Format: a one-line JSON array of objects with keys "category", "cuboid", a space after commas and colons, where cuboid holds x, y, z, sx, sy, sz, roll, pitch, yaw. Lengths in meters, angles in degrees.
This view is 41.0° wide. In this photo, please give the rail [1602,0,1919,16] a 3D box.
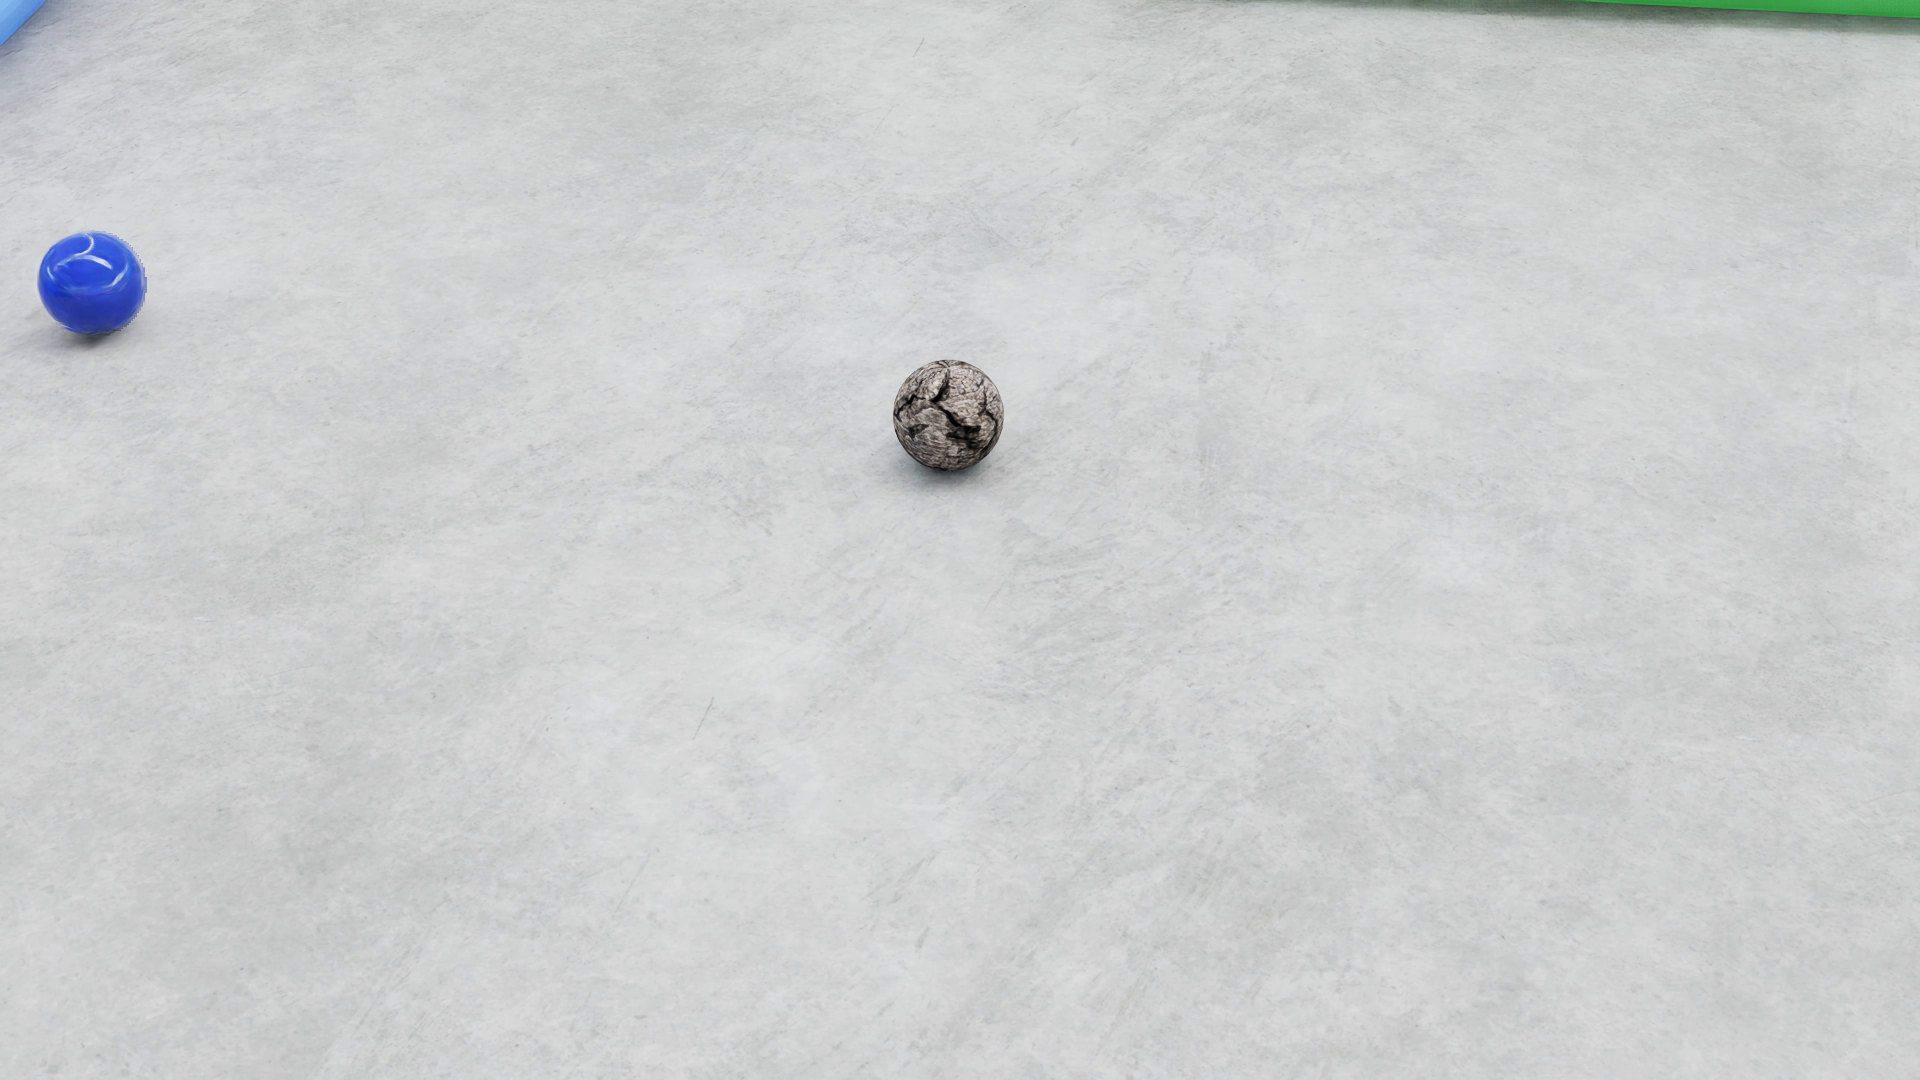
[{"category": "rail", "cuboid": [1.122, -0.527, 2.405, 4.028, 0.119, 0.045, 4, 36, 6]}]

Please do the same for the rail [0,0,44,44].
[{"category": "rail", "cuboid": [-0.976, -0.090, 1.795, 0.045, 0.119, 2.049, 4, 36, 6]}]

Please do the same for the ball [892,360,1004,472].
[{"category": "ball", "cuboid": [-0.008, -0.089, 1.828, 0.080, 0.080, 0.080, 0, 36, 0]}]

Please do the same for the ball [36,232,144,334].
[{"category": "ball", "cuboid": [-0.671, -0.198, 1.982, 0.079, 0.079, 0.079, 0, 36, 0]}]
